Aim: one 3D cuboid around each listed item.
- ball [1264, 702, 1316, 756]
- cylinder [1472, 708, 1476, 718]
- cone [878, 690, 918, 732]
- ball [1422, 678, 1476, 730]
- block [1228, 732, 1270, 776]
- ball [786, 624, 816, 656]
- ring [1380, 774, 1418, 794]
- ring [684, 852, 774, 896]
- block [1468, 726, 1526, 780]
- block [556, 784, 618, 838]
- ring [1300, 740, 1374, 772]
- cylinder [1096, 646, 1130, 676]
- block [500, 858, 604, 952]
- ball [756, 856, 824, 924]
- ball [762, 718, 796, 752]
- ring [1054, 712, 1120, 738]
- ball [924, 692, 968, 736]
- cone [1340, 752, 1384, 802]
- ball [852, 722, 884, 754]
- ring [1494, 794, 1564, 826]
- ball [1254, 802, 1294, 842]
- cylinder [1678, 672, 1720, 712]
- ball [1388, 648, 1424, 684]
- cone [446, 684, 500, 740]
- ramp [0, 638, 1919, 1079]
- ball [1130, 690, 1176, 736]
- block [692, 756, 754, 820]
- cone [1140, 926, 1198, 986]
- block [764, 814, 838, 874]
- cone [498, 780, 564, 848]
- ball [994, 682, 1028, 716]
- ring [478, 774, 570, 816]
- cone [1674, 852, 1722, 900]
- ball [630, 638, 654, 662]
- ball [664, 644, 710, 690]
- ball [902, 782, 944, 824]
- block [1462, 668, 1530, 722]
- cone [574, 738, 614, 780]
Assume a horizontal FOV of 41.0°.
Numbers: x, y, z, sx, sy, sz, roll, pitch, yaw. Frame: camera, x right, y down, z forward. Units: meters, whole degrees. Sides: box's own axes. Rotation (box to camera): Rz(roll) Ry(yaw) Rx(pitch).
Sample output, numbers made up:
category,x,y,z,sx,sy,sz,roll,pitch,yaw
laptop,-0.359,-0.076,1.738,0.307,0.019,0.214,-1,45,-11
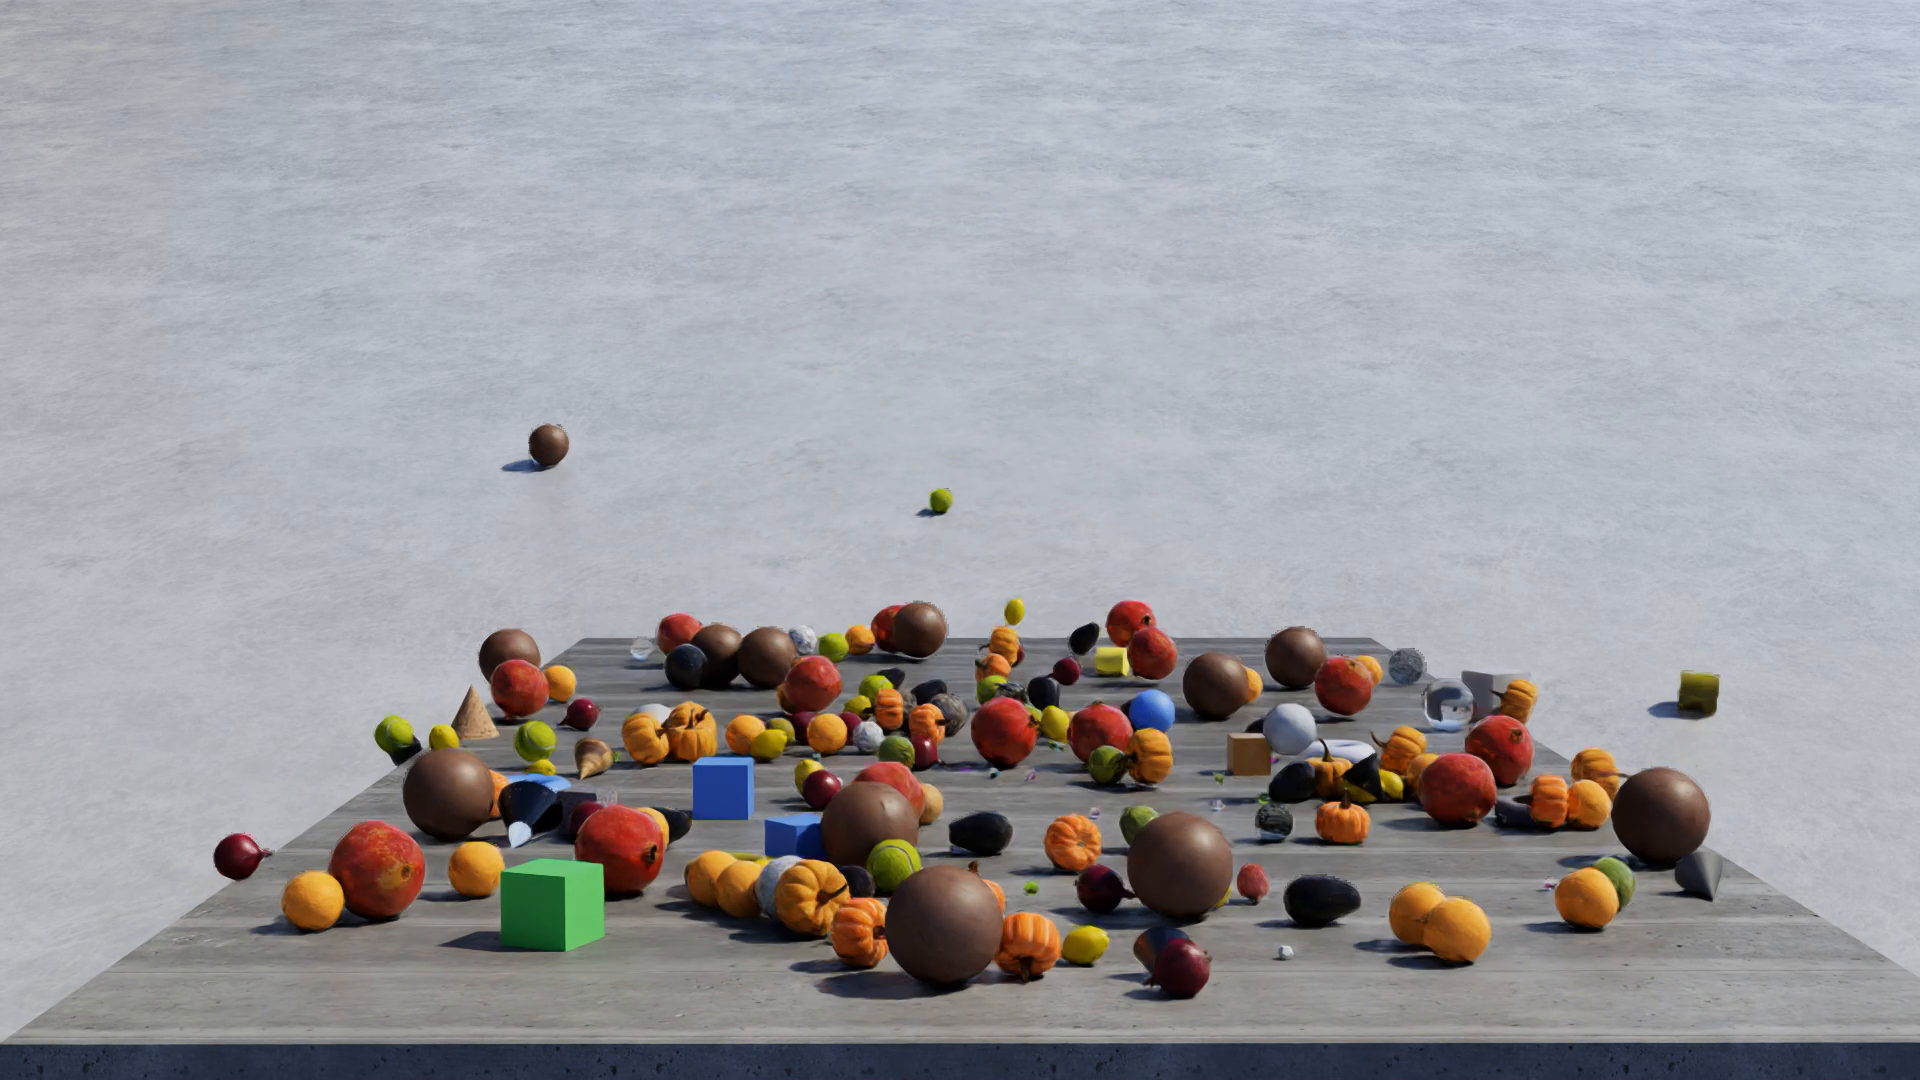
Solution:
category,x,y,z,sx,sy,sz,roll,pitch,yaw
ball,0.512,0.294,3.991,0.082,0.082,0.082,0,20,0
cylinder,0.959,0.320,4.934,0.054,0.054,0.054,-2,4,-5
cone,-0.099,0.338,4.795,0.083,0.083,0.083,-10,34,-25
ball,0.912,0.307,4.790,0.097,0.097,0.097,0,20,0
block,0.481,0.357,4.281,0.062,0.062,0.062,0,4,-4
ball,-0.378,0.238,6.117,0.072,0.072,0.072,0,20,0
ring,0.681,0.385,4.054,0.084,0.028,0.084,6,-3,0
ring,-0.290,0.429,3.292,0.128,0.043,0.128,0,2,0
block,0.887,0.352,4.245,0.076,0.076,0.076,0,4,-3
block,-0.539,0.392,3.714,0.064,0.064,0.064,1,4,20
ring,0.636,0.364,4.329,0.128,0.043,0.128,-1,3,0
cylinder,0.338,0.268,5.696,0.062,0.062,0.062,0,19,17
block,-0.475,0.425,2.996,0.087,0.087,0.087,1,4,22
ball,-0.206,0.421,3.093,0.082,0.082,0.082,0,20,0
ball,-0.321,0.343,4.534,0.059,0.059,0.059,0,20,0
ring,0.233,0.340,4.723,0.124,0.041,0.124,3,1,0
ball,-0.026,0.321,4.732,0.079,0.079,0.079,0,20,0
cone,0.630,0.372,3.932,0.067,0.067,0.067,-20,70,-43
ball,-0.162,0.346,4.500,0.057,0.057,0.057,0,20,0
ring,0.843,0.400,3.800,0.103,0.034,0.103,0,6,0
ball,0.446,0.400,3.645,0.054,0.054,0.054,0,20,0
cylinder,1.821,0.374,6.330,0.091,0.091,0.091,6,21,16
ball,0.959,0.272,5.518,0.077,0.077,0.077,0,20,0
cone,-0.899,0.312,4.732,0.097,0.097,0.097,0,4,0
ramp,0.047,0.423,4.534,2.000,0.100,4.000,0,4,0
ball,0.353,0.318,4.714,0.085,0.085,0.085,0,20,0
block,-0.356,0.373,3.865,0.082,0.082,0.082,0,4,2
cone,0.223,0.466,2.795,0.065,0.065,0.065,4,48,11
block,-0.211,0.407,3.420,0.069,0.069,0.069,-3,5,-40
cone,-0.620,0.407,3.630,0.097,0.097,0.097,2,30,7
ball,0.099,0.310,5.007,0.066,0.066,0.066,0,20,0
ring,-0.659,0.389,3.901,0.145,0.048,0.145,-1,4,0
cone,0.945,0.438,3.251,0.062,0.062,0.062,-1,30,-3
ball,-0.741,0.256,5.988,0.053,0.053,0.053,0,20,0
ball,-0.579,0.268,5.439,0.096,0.096,0.096,0,20,0
ball,-0.054,0.389,3.790,0.060,0.060,0.060,0,20,0
block,1.036,0.299,4.968,0.092,0.092,0.092,-2,4,-30
cone,-0.616,0.375,4.243,0.070,0.070,0.070,4,31,11
